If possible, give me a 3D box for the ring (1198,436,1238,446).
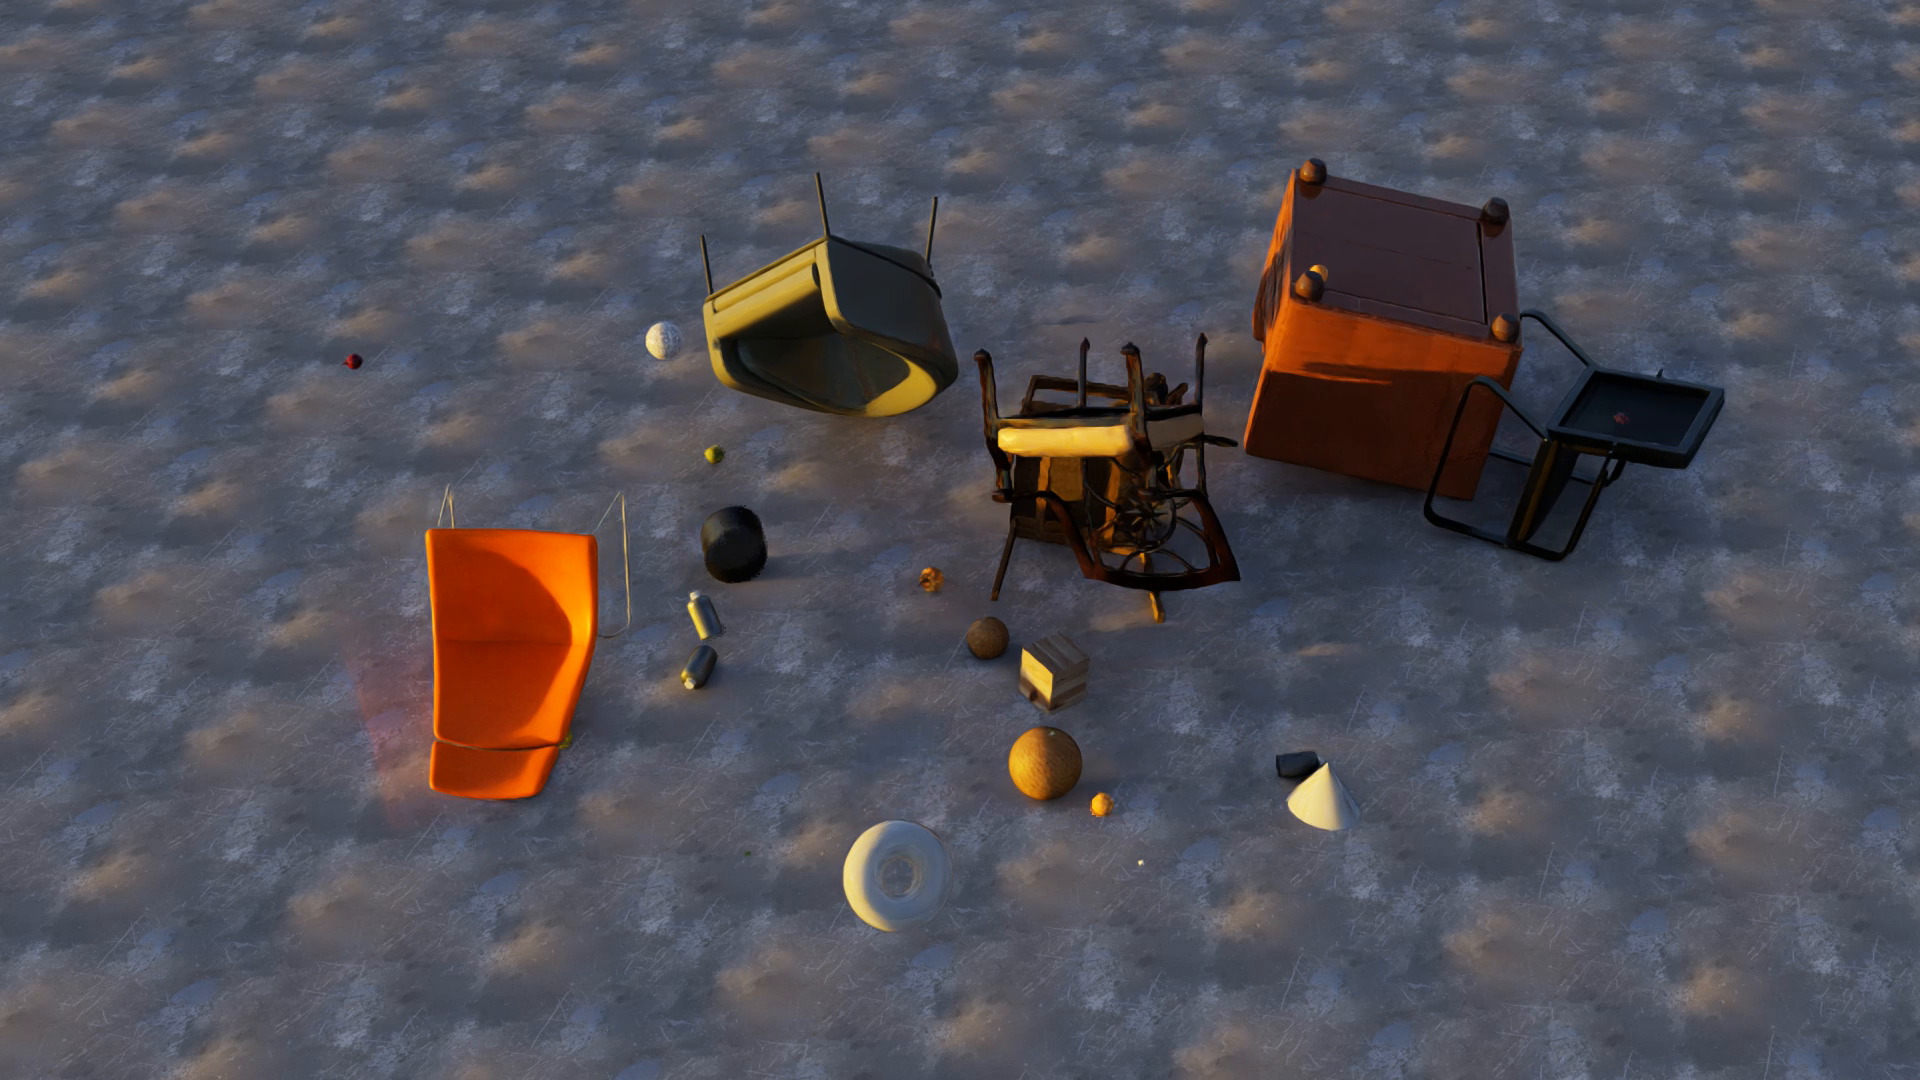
[{"bbox_3d":[0.926,-0.355,10.508,0.147,0.022,0.132,10,-5,1],"label":"ring"}]

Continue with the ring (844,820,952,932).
[{"bbox_3d":[-0.191,1.035,9.054,0.348,0.345,0.135,-11,4,-19],"label":"ring"}]

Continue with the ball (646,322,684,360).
[{"bbox_3d":[-1.089,-0.736,10.810,0.137,0.137,0.137,0,33,0],"label":"ball"}]

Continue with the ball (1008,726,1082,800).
[{"bbox_3d":[0.280,0.732,9.614,0.242,0.242,0.242,0,33,0],"label":"ball"}]

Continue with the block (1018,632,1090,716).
[{"bbox_3d":[0.323,0.459,10.060,0.161,0.190,0.165,-23,46,-31],"label":"block"}]

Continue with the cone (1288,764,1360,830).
[{"bbox_3d":[1.192,0.801,9.557,0.264,0.189,0.194,28,42,35],"label":"cone"}]

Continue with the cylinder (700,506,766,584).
[{"bbox_3d":[-0.827,0.017,10.710,0.220,0.235,0.160,30,22,-28],"label":"cylinder"}]

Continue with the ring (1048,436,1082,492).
[{"bbox_3d":[0.401,-0.291,11.220,0.082,0.213,0.157,-8,-13,37],"label":"ring"}]

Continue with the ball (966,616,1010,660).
[{"bbox_3d":[0.099,0.343,10.288,0.150,0.150,0.150,0,33,0],"label":"ball"}]
